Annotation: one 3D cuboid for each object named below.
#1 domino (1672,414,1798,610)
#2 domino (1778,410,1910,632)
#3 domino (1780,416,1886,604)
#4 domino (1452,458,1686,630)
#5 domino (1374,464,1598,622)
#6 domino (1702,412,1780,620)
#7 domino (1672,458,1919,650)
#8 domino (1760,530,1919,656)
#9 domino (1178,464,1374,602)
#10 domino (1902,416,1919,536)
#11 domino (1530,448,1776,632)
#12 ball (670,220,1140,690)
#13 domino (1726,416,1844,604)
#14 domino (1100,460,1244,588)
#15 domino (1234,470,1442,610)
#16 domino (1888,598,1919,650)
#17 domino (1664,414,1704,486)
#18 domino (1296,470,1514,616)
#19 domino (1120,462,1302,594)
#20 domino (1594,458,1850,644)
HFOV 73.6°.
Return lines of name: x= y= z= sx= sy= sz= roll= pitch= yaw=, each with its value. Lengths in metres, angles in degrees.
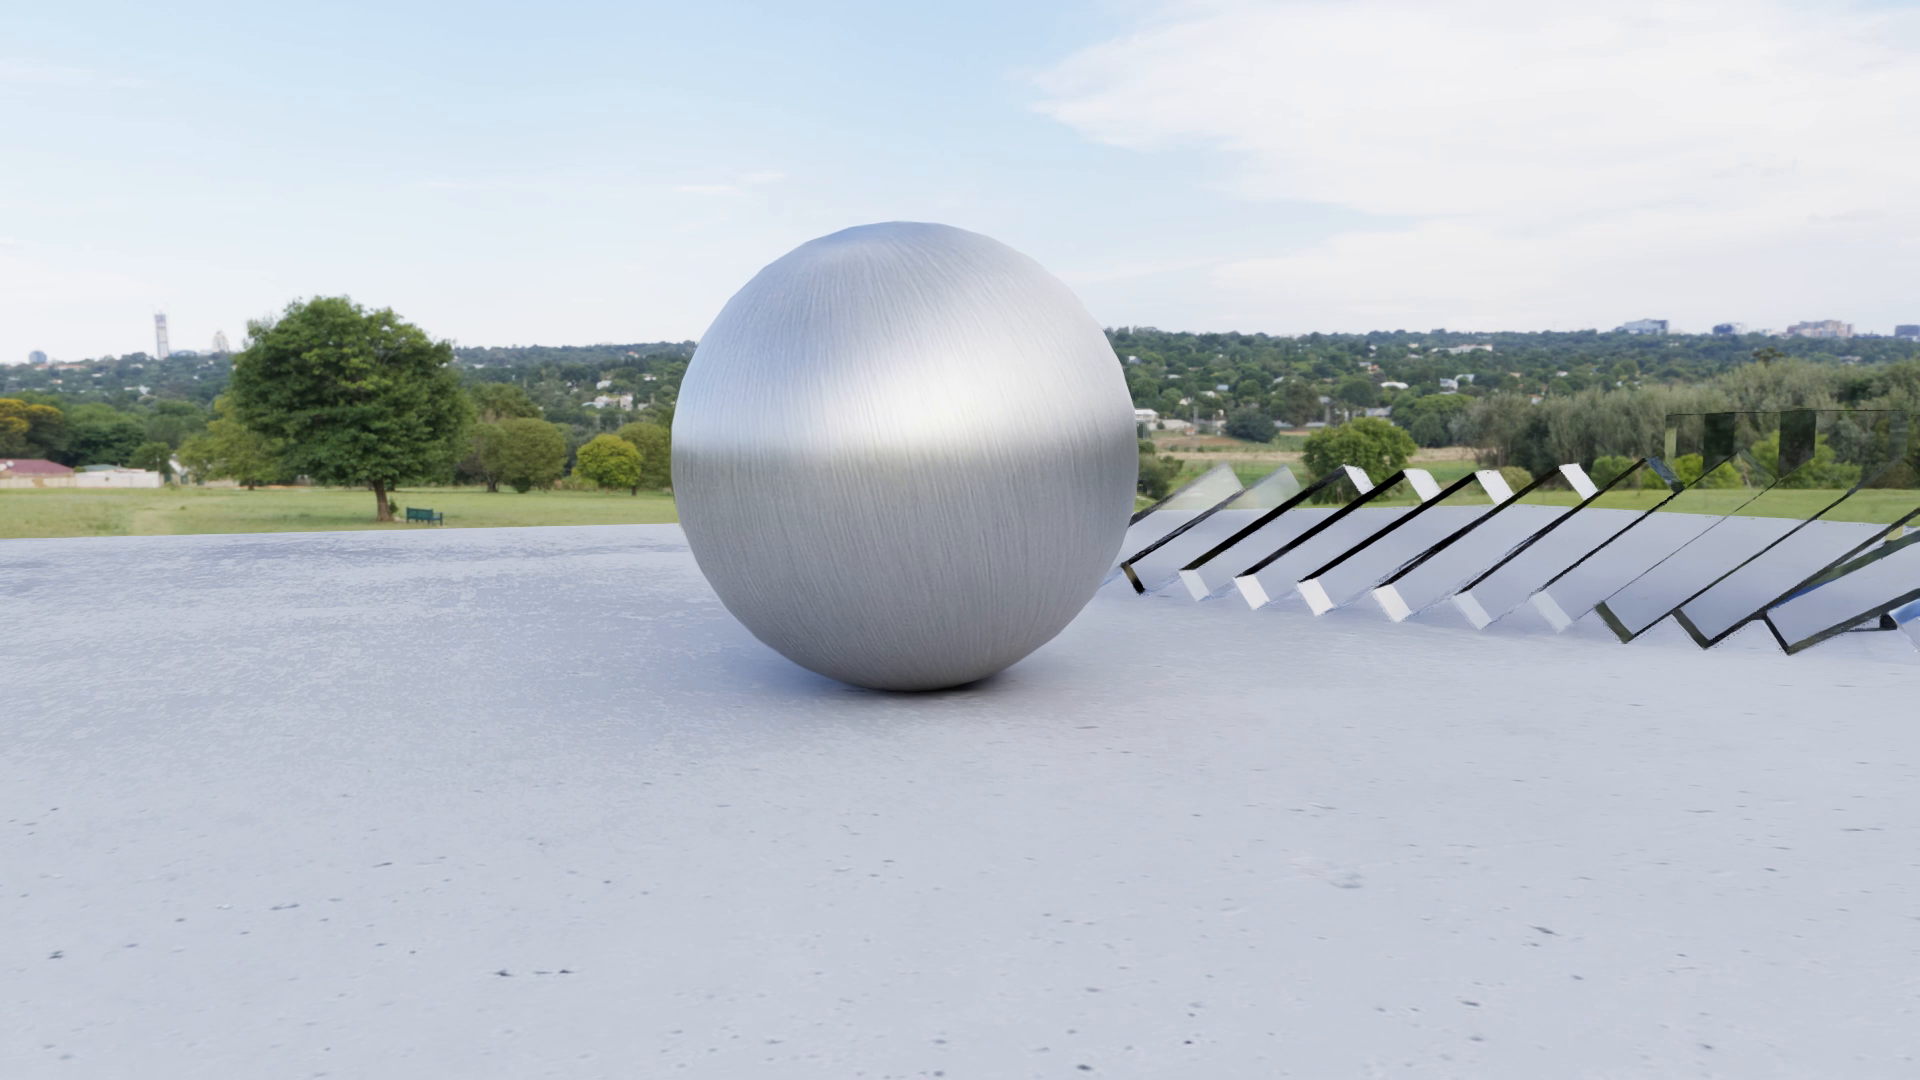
domino: x=0.206 y=-0.008 z=0.341 sx=0.009 sy=0.050 sz=0.025 roll=-3 pitch=5 yaw=-38
domino: x=0.201 y=-0.004 z=0.293 sx=0.025 sy=0.050 sz=0.009 roll=-1 pitch=4 yaw=-12
domino: x=0.240 y=-0.009 z=0.354 sx=0.010 sy=0.050 sz=0.025 roll=0 pitch=4 yaw=-1
domino: x=0.139 y=0.001 z=0.293 sx=0.050 sy=0.009 sz=0.025 roll=-44 pitch=-21 yaw=29
domino: x=0.125 y=0.001 z=0.304 sx=0.050 sy=0.009 sz=0.025 roll=-41 pitch=-19 yaw=30
domino: x=0.196 y=-0.006 z=0.314 sx=0.025 sy=0.050 sz=0.010 roll=-1 pitch=4 yaw=-11
domino: x=0.173 y=0.003 z=0.264 sx=0.050 sy=0.009 sz=0.025 roll=-44 pitch=-20 yaw=28
domino: x=0.188 y=0.006 z=0.256 sx=0.050 sy=0.010 sz=0.025 roll=-35 pitch=-15 yaw=30
domino: x=0.084 y=-0.001 z=0.335 sx=0.050 sy=0.010 sz=0.025 roll=-36 pitch=-15 yaw=24
domino: x=0.257 y=-0.009 z=0.348 sx=0.010 sy=0.050 sz=0.025 roll=3 pitch=5 yaw=36
domino: x=0.152 y=0.000 z=0.282 sx=0.050 sy=0.010 sz=0.025 roll=-45 pitch=-20 yaw=30
ball: x=-0.009 y=-0.014 z=0.222 sx=0.080 sy=0.080 sz=0.080 roll=0 pitch=4 yaw=0
domino: x=0.225 y=-0.009 z=0.351 sx=0.009 sy=0.050 sz=0.025 roll=-1 pitch=5 yaw=-18
domino: x=0.054 y=-0.003 z=0.353 sx=0.050 sy=0.010 sz=0.025 roll=-32 pitch=-11 yaw=8
domino: x=0.096 y=0.000 z=0.325 sx=0.050 sy=0.010 sz=0.025 roll=-37 pitch=-16 yaw=29
domino: x=0.208 y=0.005 z=0.246 sx=0.050 sy=0.010 sz=0.025 roll=-39 pitch=-14 yaw=27
domino: x=0.195 y=-0.007 z=0.329 sx=0.025 sy=0.050 sz=0.009 roll=1 pitch=4 yaw=13
domino: x=0.110 y=0.001 z=0.315 sx=0.050 sy=0.010 sz=0.025 roll=-38 pitch=-17 yaw=30
domino: x=0.069 y=-0.002 z=0.346 sx=0.050 sy=0.010 sz=0.025 roll=-33 pitch=-11 yaw=14
domino: x=0.161 y=0.002 z=0.272 sx=0.050 sy=0.010 sz=0.025 roll=-44 pitch=-20 yaw=28
